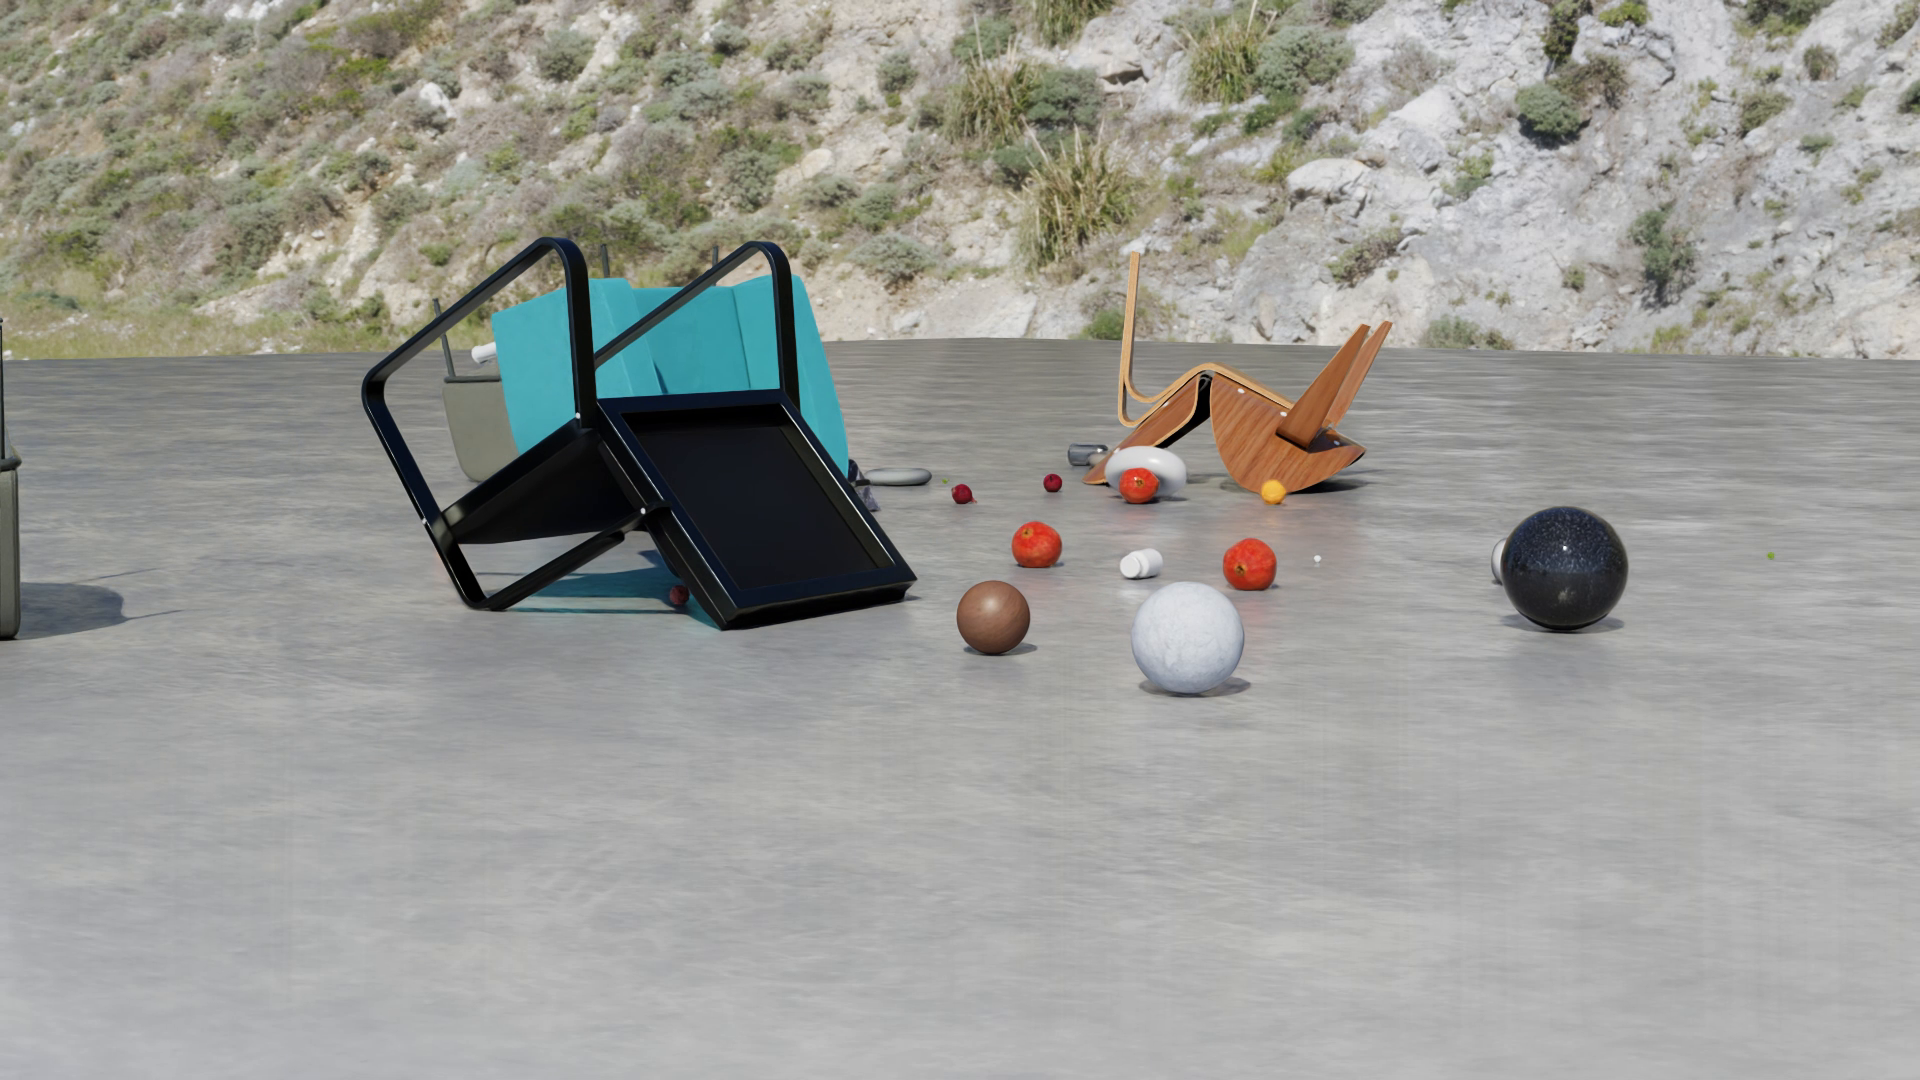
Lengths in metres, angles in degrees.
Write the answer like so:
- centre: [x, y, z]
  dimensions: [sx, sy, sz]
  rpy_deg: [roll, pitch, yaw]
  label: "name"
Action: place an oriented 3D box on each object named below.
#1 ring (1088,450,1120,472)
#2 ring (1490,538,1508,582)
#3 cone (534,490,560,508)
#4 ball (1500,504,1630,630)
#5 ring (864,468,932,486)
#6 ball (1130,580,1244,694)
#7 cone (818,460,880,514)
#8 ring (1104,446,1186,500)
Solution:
- centre: [0.555, -0.264, 8.687]
  dimensions: [0.218, 0.060, 0.352]
  rpy_deg: [-3, 7, -20]
  label: "ring"
- centre: [1.243, 0.041, 5.545]
  dimensions: [0.288, 0.098, 0.110]
  rpy_deg: [-5, 5, -43]
  label: "ring"
- centre: [-1.166, -0.107, 7.334]
  dimensions: [0.085, 0.049, 0.086]
  rpy_deg: [-1, 21, -31]
  label: "cone"
- centre: [1.123, 0.052, 4.767]
  dimensions: [0.234, 0.234, 0.234]
  rpy_deg: [0, 6, 0]
  label: "ball"
- centre: [-0.198, -0.201, 8.129]
  dimensions: [0.219, 0.048, 0.212]
  rpy_deg: [-2, 5, -10]
  label: "ring"
- centre: [0.358, 0.154, 4.043]
  dimensions: [0.179, 0.179, 0.179]
  rpy_deg: [0, 6, 0]
  label: "ball"
- centre: [-0.280, -0.116, 7.174]
  dimensions: [0.154, 0.168, 0.197]
  rpy_deg: [29, -13, -26]
  label: "cone"
- centre: [0.545, -0.197, 7.533]
  dimensions: [0.255, 0.175, 0.093]
  rpy_deg: [1, 49, 27]
  label: "ring"
